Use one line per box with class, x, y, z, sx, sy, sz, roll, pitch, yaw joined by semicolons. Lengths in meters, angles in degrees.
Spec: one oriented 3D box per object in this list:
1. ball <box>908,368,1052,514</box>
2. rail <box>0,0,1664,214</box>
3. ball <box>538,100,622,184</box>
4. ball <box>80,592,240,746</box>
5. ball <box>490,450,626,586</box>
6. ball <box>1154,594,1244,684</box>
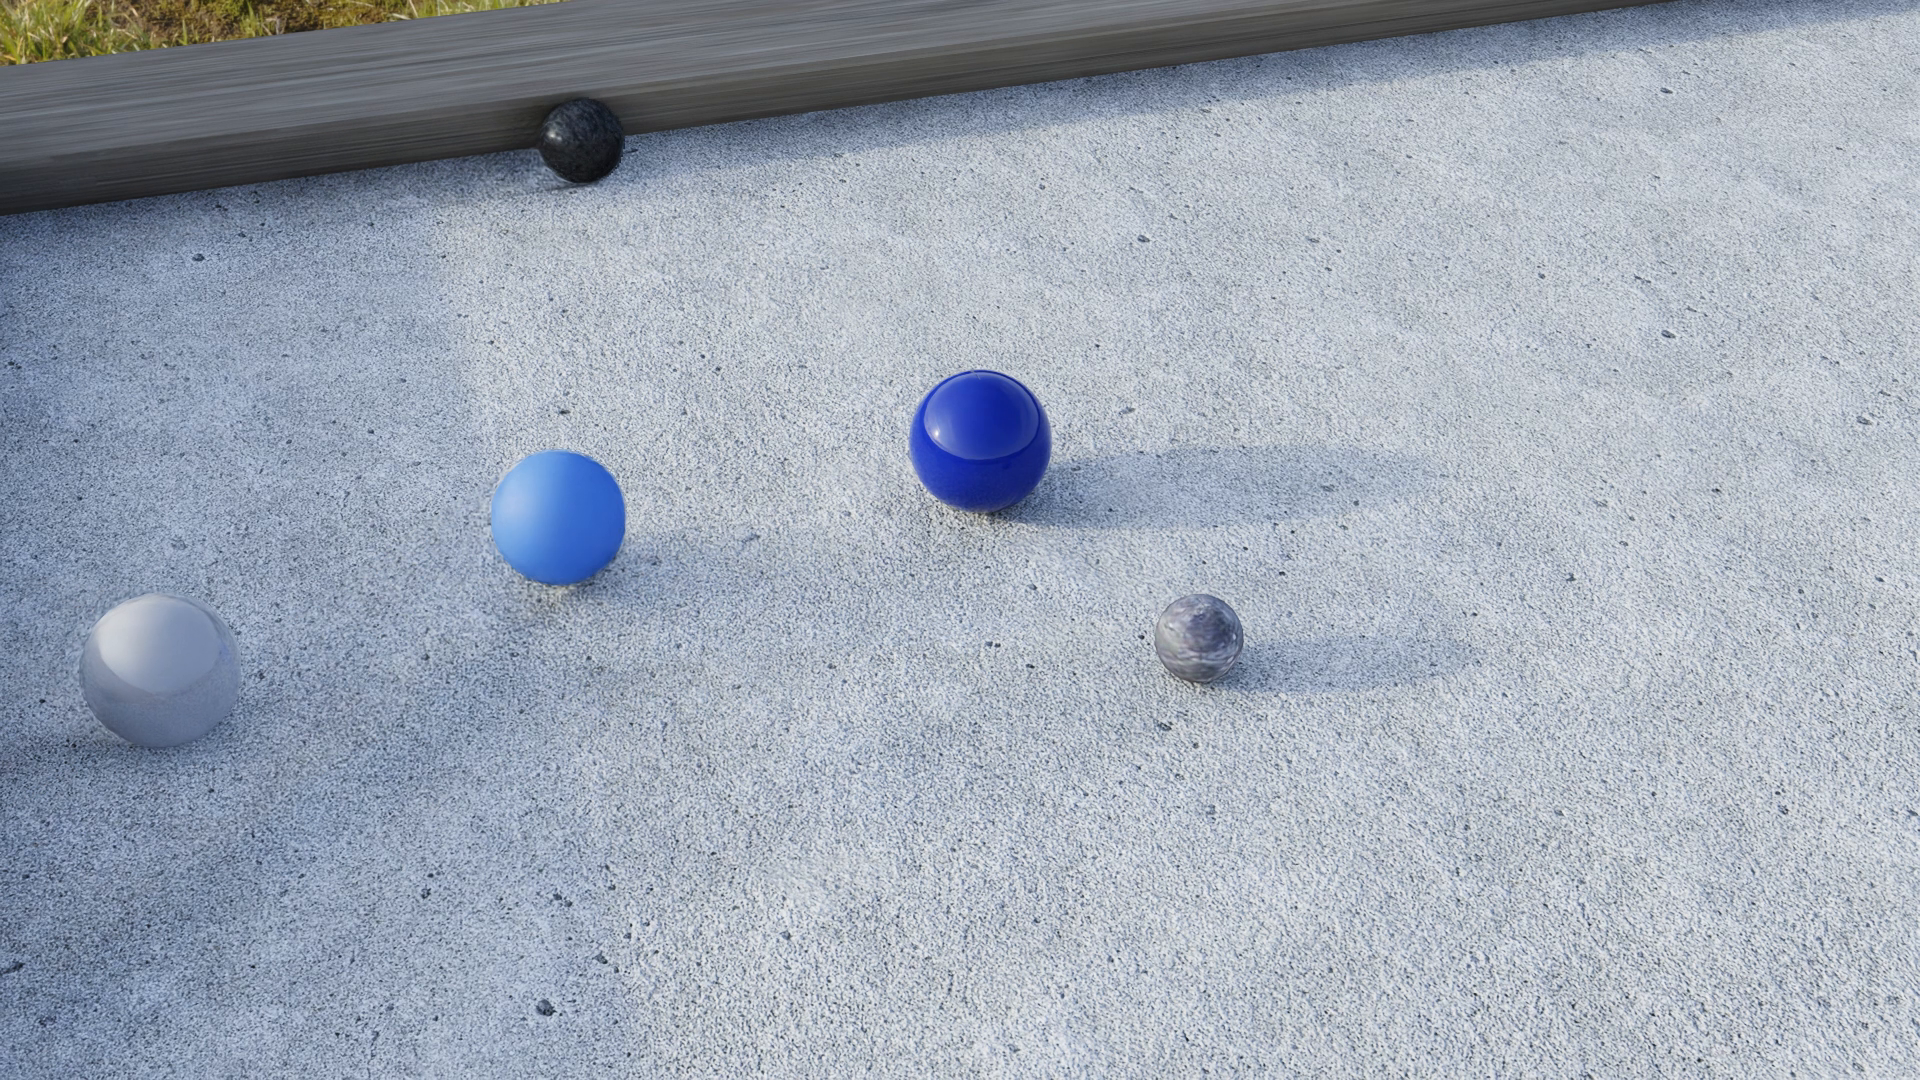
ball;0.013;-0.064;1.659;0.093;0.093;0.093;0;36;0
rail;0.458;-0.495;2.236;2.668;0.121;0.045;-10;37;-13
ball;-0.301;-0.316;2.034;0.066;0.066;0.066;0;36;0
ball;-0.458;0.074;1.470;0.088;0.088;0.088;0;36;0
ball;-0.250;-0.014;1.597;0.084;0.084;0.084;0;36;0
ball;0.142;0.058;1.523;0.053;0.053;0.053;0;36;0
